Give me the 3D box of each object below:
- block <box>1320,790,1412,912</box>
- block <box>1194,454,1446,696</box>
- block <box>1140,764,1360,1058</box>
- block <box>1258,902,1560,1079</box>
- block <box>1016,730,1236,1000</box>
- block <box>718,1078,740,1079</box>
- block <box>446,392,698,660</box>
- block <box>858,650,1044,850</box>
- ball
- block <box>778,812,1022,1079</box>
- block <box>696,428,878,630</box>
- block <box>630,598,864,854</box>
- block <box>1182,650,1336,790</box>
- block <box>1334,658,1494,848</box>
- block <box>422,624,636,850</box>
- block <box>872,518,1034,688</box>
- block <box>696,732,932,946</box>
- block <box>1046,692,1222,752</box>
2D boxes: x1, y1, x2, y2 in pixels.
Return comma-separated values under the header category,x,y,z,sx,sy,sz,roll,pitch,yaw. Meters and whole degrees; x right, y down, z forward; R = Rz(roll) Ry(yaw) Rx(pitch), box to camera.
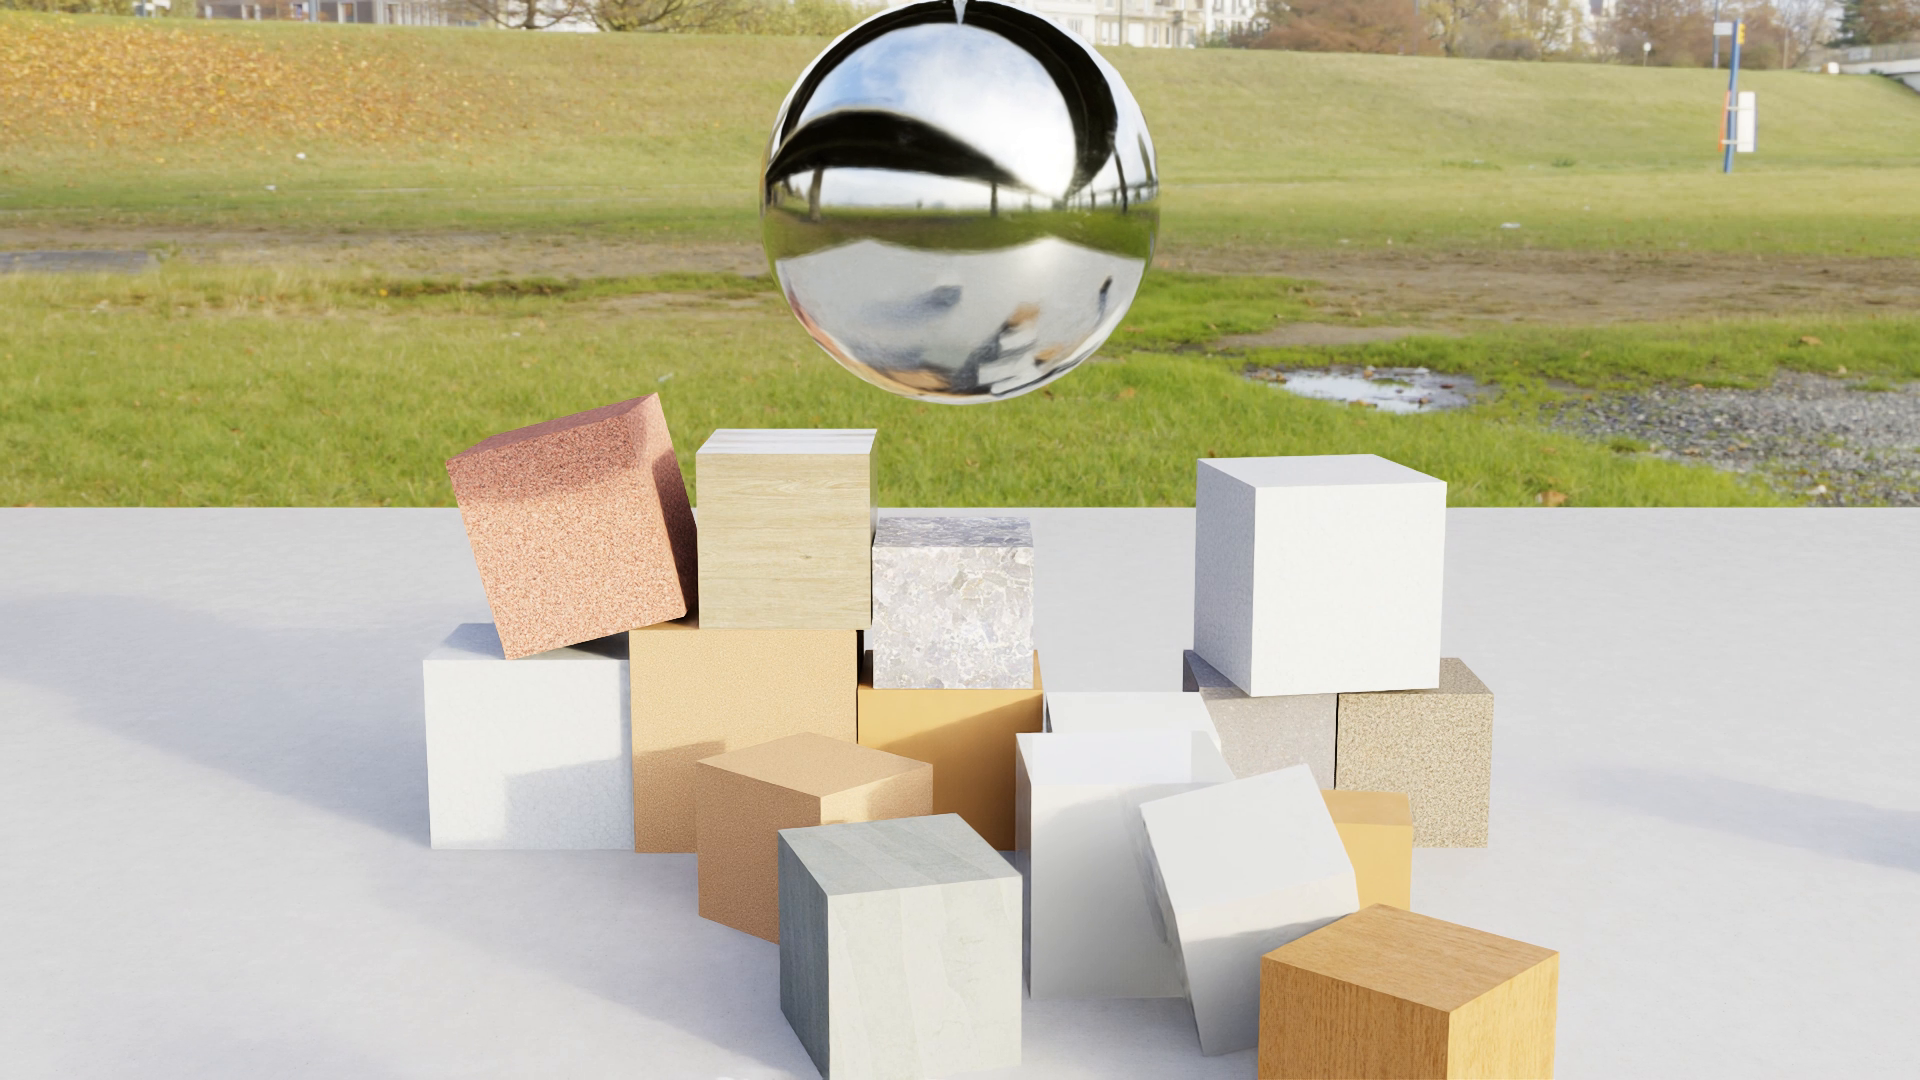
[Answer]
category,x,y,z,sx,sy,sz,roll,pitch,yaw
block,1.739,1.470,9.931,0.554,0.554,0.506,2,10,8
block,1.805,0.154,11.196,0.968,1.031,0.989,-2,10,-10
block,1.159,1.445,8.606,0.682,0.757,0.664,-14,32,0
block,1.598,1.793,7.851,0.755,0.664,0.756,9,14,42
block,0.692,1.375,9.432,0.847,0.920,0.802,-1,10,-3
block,-0.373,2.045,5.980,0.823,0.837,0.753,2,11,12
block,-1.903,-0.085,11.127,0.914,1.027,0.853,-14,10,6
block,-0.046,1.070,11.367,0.916,0.828,0.879,0,10,0
ball,0.000,-1.336,8.715,1.600,1.600,1.600,0,10,0
block,-0.250,1.595,8.663,0.756,0.763,0.829,-3,11,-17
block,-0.857,-0.072,11.166,0.841,0.872,0.921,0,10,0
block,-1.067,0.914,11.357,1.107,1.138,0.993,0,10,0
block,1.529,1.065,11.390,0.682,0.830,0.816,0,10,0
block,2.266,1.086,11.373,0.770,0.794,0.786,0,10,0
block,-2.141,0.997,11.360,1.021,0.974,0.845,0,10,0
block,-0.031,0.308,11.254,0.789,0.711,0.878,0,10,0
block,-0.661,1.367,9.992,0.824,0.736,0.693,9,14,42
block,0.805,1.234,10.495,0.757,0.817,0.899,0,10,0
